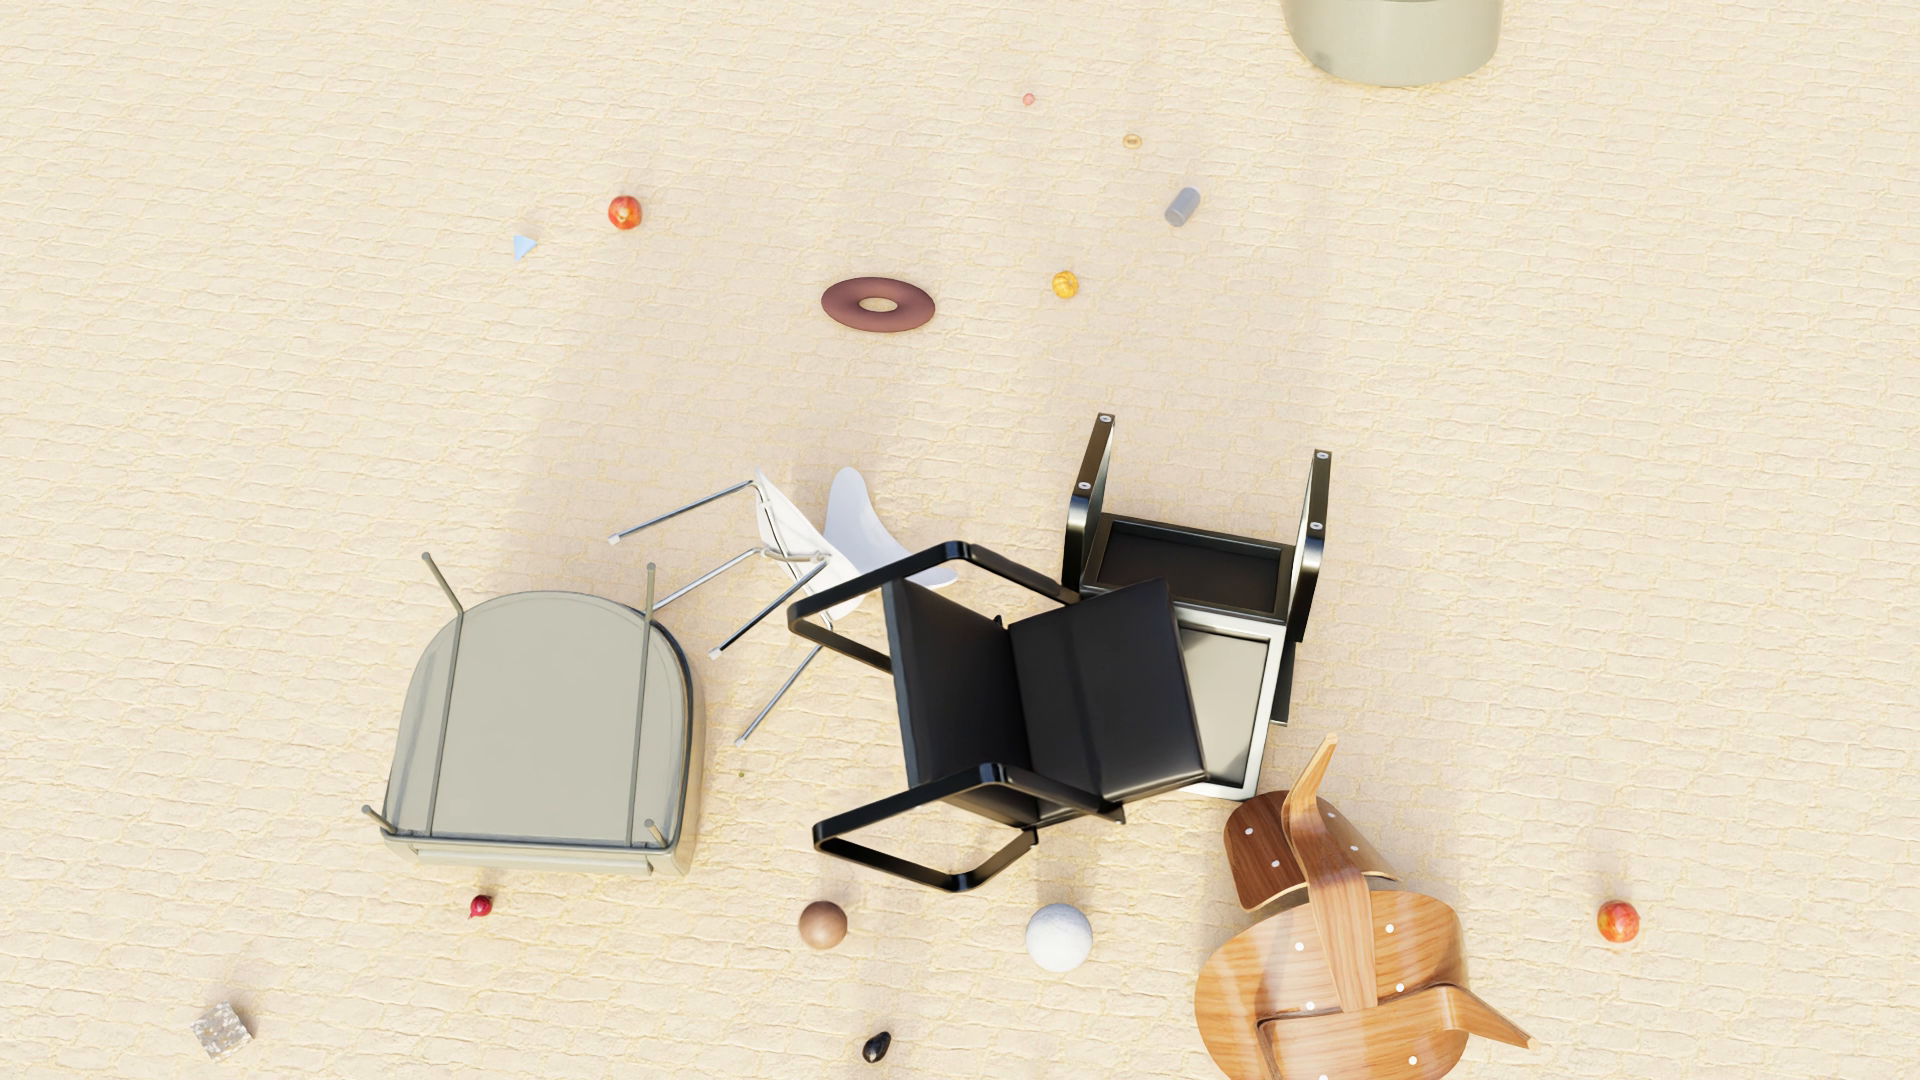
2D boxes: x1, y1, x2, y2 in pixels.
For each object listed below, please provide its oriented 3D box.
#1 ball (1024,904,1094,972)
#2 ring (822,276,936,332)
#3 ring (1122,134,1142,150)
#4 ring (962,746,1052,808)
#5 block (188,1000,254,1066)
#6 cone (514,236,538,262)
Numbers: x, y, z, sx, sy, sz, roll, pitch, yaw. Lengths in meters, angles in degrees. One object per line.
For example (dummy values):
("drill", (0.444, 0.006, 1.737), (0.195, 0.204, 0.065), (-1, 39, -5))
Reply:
("ball", (0.260, 1.043, 5.767), (0.179, 0.179, 0.179), (0, 56, 0))
("ring", (-0.262, -0.754, 7.045), (0.370, 0.059, 0.217), (6, 56, 3))
("ring", (0.585, -1.353, 7.470), (0.068, 0.021, 0.061), (-6, 57, -5))
("ring", (0.131, 0.656, 6.110), (0.285, 0.040, 0.152), (-26, 61, -17))
("block", (-1.911, 1.275, 5.689), (0.109, 0.049, 0.119), (-34, 63, -21))
("cone", (-1.438, -0.945, 7.194), (0.085, 0.049, 0.086), (17, 74, 9))
